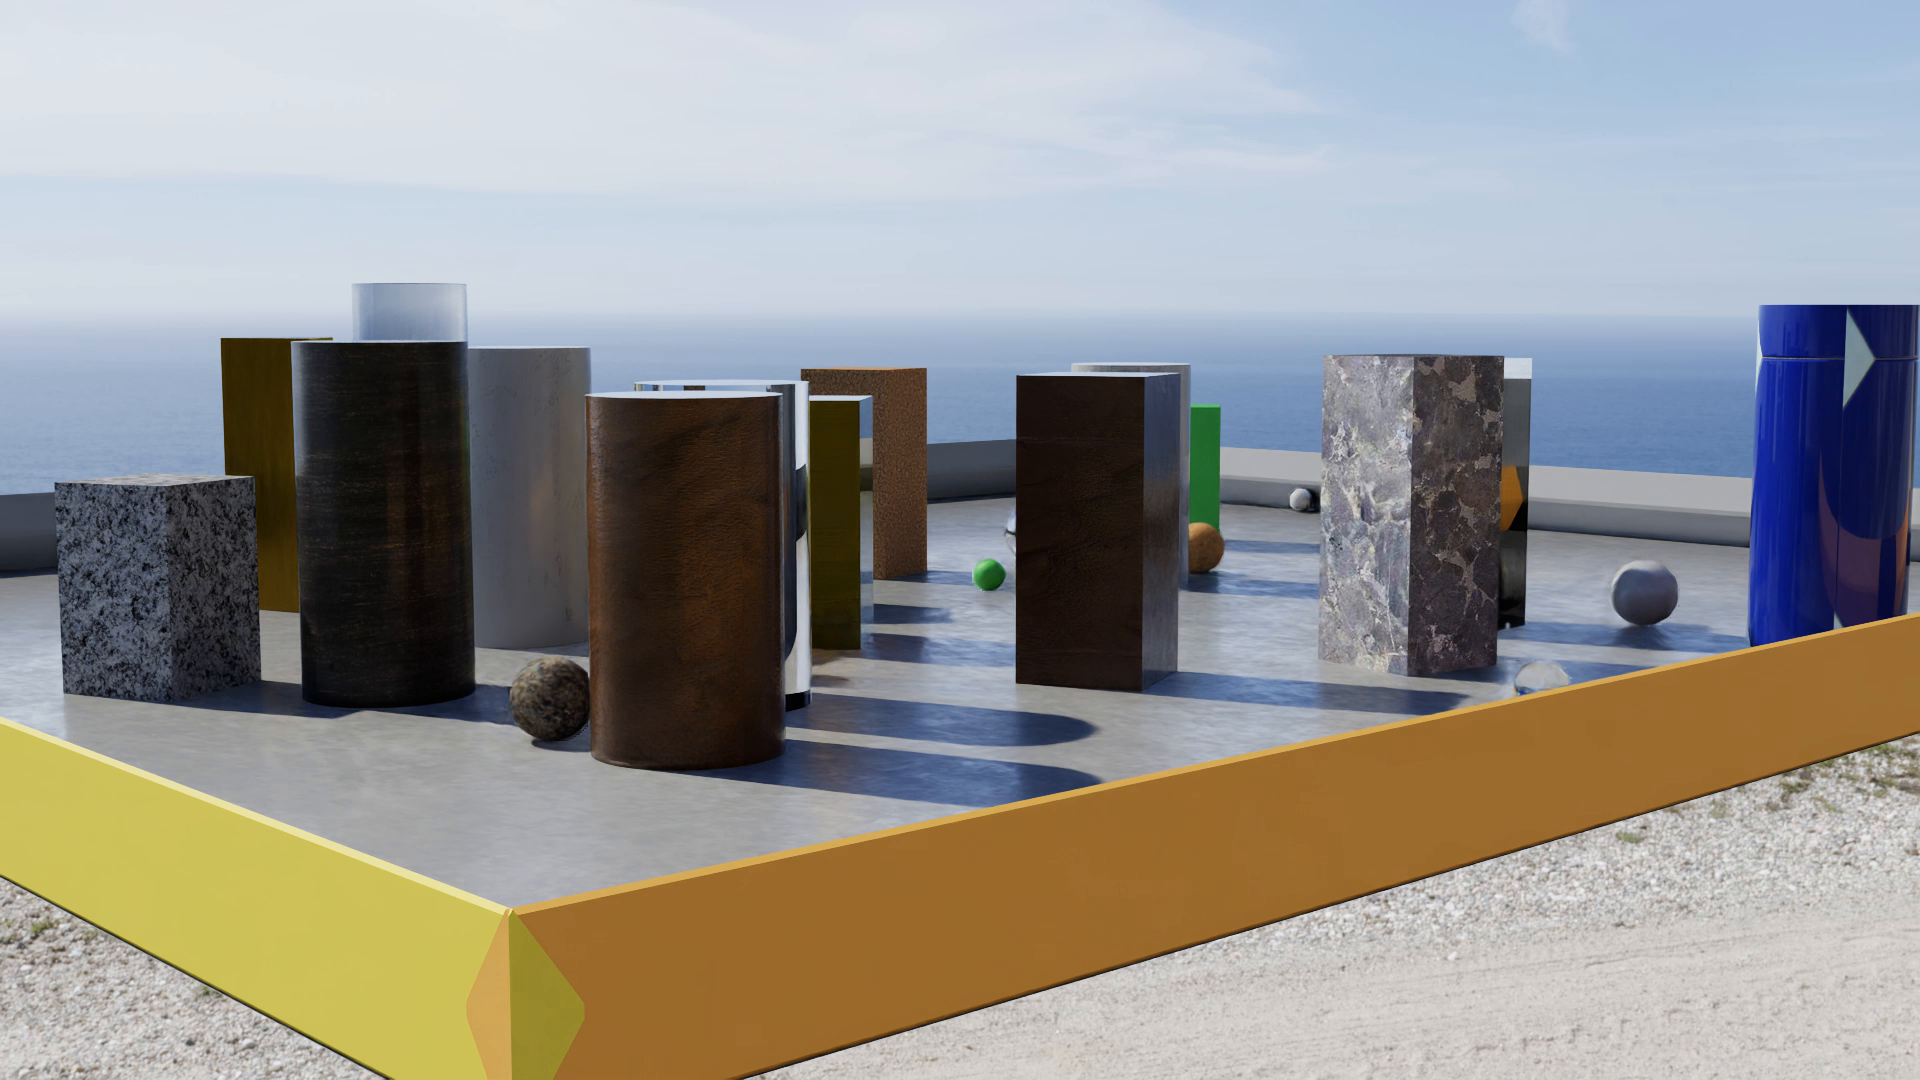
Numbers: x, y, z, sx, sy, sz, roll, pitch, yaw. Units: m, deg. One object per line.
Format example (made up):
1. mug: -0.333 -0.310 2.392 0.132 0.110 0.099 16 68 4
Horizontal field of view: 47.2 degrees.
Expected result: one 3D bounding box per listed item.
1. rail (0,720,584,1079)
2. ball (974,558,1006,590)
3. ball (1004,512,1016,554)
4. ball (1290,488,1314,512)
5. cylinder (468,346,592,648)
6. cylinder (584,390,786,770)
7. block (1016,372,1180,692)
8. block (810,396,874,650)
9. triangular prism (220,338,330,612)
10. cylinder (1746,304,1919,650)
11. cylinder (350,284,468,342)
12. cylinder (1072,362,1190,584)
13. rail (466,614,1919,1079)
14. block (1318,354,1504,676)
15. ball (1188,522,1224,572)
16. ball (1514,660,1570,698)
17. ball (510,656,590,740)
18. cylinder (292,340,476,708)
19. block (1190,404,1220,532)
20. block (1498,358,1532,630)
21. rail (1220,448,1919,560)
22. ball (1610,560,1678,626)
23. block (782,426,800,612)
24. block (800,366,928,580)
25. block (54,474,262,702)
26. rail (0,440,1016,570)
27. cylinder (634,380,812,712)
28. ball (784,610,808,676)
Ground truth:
1. rail: -1.196 0.148 2.234 0.045 0.127 2.877 -5 8 -42
2. ball: 0.047 0.055 3.500 0.051 0.051 0.051 0 6 0
3. ball: 0.128 -0.012 3.917 0.098 0.098 0.098 0 6 0
4. ball: 0.755 -0.088 4.866 0.052 0.052 0.052 0 6 0
5. cylinder: -0.596 -0.063 2.977 0.196 0.395 0.196 0 6 0
6. cylinder: -0.275 0.034 2.210 0.196 0.361 0.196 0 6 0
7. block: 0.168 -0.016 2.657 0.157 0.368 0.157 2 6 21
8. block: -0.203 -0.027 2.956 0.157 0.328 0.157 0 6 4
9. triangular prism: -0.992 -0.103 3.321 0.170 0.403 0.147 2 6 22
10. cylinder: 1.138 -0.080 2.871 0.196 0.451 0.196 0 6 0
11. cylinder: -0.956 -0.201 3.843 0.196 0.490 0.196 0 6 0
12. cylinder: 0.280 -0.111 3.619 0.196 0.357 0.196 0 6 0
13. rail: 0.960 0.141 2.298 3.303 0.127 0.045 -5 8 -42
14. block: 0.566 -0.038 2.769 0.157 0.388 0.157 -4 7 -34
15. ball: 0.405 0.013 3.737 0.086 0.086 0.086 0 6 0
16. ball: 0.641 0.163 2.419 0.061 0.061 0.061 0 6 0
17. ball: -0.423 0.164 2.279 0.088 0.088 0.088 0 6 0
18. cylinder: -0.665 -0.025 2.543 0.196 0.409 0.196 0 6 0
19. block: 0.418 -0.126 4.207 0.157 0.263 0.157 1 6 7
20. block: 0.689 -0.067 3.096 0.157 0.377 0.157 -6 8 -44
21. rail: 1.196 -0.082 4.430 0.045 0.127 2.877 -5 8 -42
22. ball: 0.968 0.074 3.110 0.094 0.094 0.094 0 6 0
23. block: -0.321 -0.033 3.310 0.157 0.266 0.157 0 6 -3
24. block: -0.161 -0.117 3.724 0.157 0.347 0.157 3 7 25
25. block: -0.944 0.051 2.597 0.157 0.246 0.157 2 6 20
26. rail: -0.960 -0.075 4.366 3.303 0.127 0.045 -5 8 -42
27. cylinder: -0.267 0.004 2.488 0.196 0.364 0.196 0 6 0
28. ball: -0.228 0.124 2.669 0.086 0.086 0.086 0 6 0
